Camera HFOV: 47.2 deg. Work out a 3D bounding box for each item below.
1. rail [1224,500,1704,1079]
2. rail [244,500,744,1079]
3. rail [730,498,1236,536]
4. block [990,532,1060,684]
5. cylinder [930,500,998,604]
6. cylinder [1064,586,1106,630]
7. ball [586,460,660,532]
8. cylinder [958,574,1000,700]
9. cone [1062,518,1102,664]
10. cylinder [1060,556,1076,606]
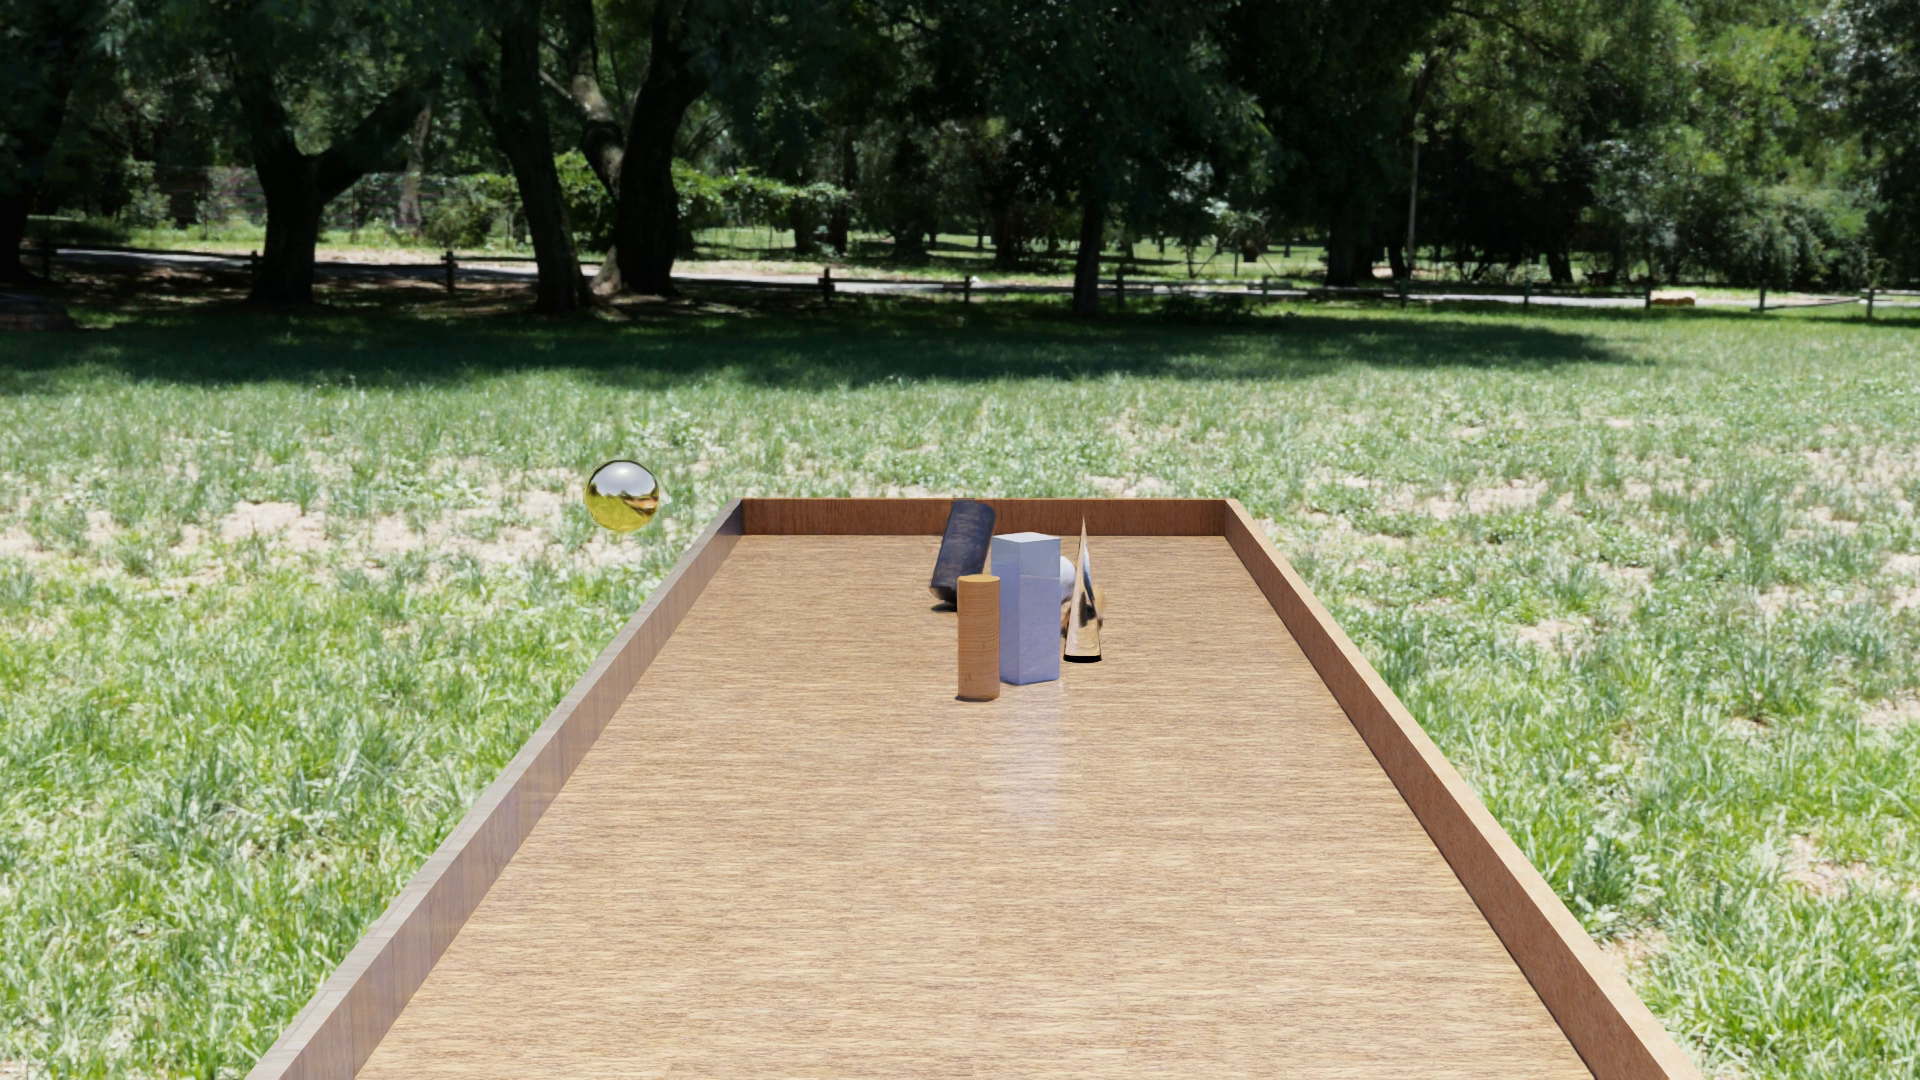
[{"bbox_3d":[1.046,0.843,3.208,0.050,0.150,12.000,0,9,1],"label":"rail"},{"bbox_3d":[-1.004,0.839,3.234,0.050,0.150,12.000,0,9,1],"label":"rail"},{"bbox_3d":[0.099,-0.098,9.147,2.100,0.150,0.050,0,9,1],"label":"rail"},{"bbox_3d":[0.191,0.197,6.434,0.146,0.416,0.146,-6,11,-34],"label":"block"},{"bbox_3d":[0.012,0.044,7.575,0.164,0.325,0.164,13,-18,4],"label":"cylinder"},{"bbox_3d":[0.410,0.232,7.191,0.111,0.111,0.349,1,9,7],"label":"cylinder"},{"bbox_3d":[-1.260,-0.164,8.215,0.273,0.273,0.273,0,9,0],"label":"ball"},{"bbox_3d":[0.053,0.275,6.197,0.119,0.338,0.119,0,9,0],"label":"cylinder"},{"bbox_3d":[0.374,0.143,6.680,0.120,0.447,0.120,0,9,0],"label":"cone"},{"bbox_3d":[0.215,0.182,7.077,0.328,0.156,0.156,-26,22,-32],"label":"cylinder"}]
